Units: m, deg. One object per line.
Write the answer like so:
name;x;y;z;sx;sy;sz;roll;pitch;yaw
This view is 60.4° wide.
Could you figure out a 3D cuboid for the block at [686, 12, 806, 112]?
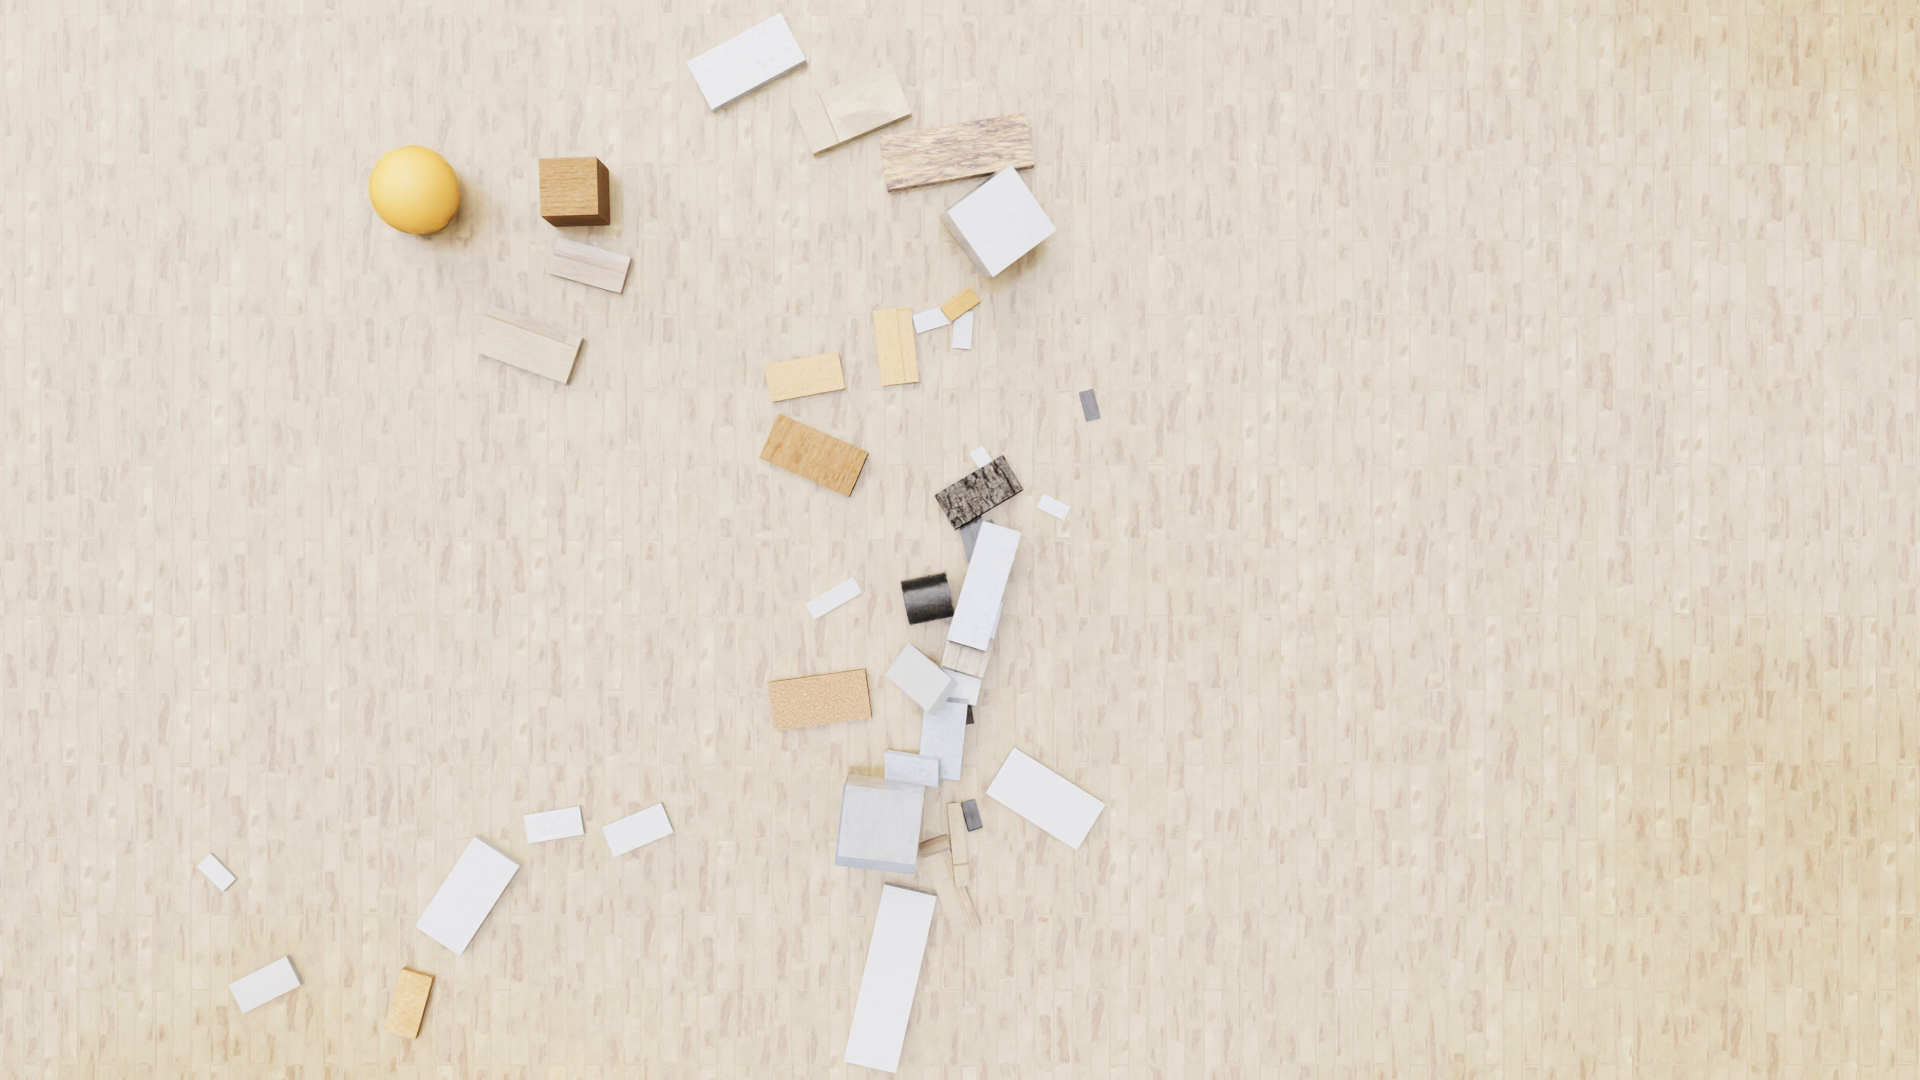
block;-0.707;-1.583;5.475;0.353;0.050;0.176;-28;90;0

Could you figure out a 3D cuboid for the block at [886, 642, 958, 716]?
block;-0.126;0.453;5.390;0.037;0.265;0.132;36;90;-42

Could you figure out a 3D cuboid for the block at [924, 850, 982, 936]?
block;-0.026;1.169;5.487;0.094;0.027;0.287;-22;90;0

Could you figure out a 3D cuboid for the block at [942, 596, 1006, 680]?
block;0.047;0.303;5.428;0.140;0.040;0.280;17;79;1

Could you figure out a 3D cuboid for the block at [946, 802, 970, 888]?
block;-0.007;1.010;5.475;0.050;0.014;0.275;-5;85;-15

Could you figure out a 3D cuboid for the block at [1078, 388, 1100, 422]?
block;0.432;-0.449;5.493;0.050;0.014;0.101;-14;90;0

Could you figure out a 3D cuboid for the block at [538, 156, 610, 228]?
block;-1.262;-1.140;5.407;0.186;0.186;0.186;-2;90;0

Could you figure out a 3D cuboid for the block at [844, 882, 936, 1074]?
block;-0.231;1.450;5.475;0.178;0.050;0.599;13;90;0

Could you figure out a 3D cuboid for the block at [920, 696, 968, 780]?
block;-0.056;0.650;5.429;0.140;0.040;0.280;7;110;3

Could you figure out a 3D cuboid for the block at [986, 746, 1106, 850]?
block;0.282;0.855;5.475;0.356;0.050;0.178;32;90;0

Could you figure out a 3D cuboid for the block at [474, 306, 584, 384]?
block;-1.430;-0.647;5.477;0.324;0.046;0.162;20;90;0

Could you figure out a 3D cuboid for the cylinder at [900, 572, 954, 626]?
cylinder;-0.106;0.192;5.424;0.150;0.150;0.150;-11;90;0

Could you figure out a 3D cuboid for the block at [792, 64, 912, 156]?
block;-0.357;-1.426;5.475;0.353;0.050;0.176;-22;90;0

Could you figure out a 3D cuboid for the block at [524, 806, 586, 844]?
block;-1.349;0.946;5.487;0.187;0.027;0.094;-9;90;0

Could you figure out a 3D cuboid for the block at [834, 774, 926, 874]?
block;-0.257;0.921;5.371;0.258;0.258;0.258;7;90;0

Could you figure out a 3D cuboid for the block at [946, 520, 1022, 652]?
block;0.079;0.151;5.395;0.132;0.037;0.406;17;82;2

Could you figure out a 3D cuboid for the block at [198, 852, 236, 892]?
block;-2.472;1.106;5.491;0.060;0.017;0.121;-45;90;0

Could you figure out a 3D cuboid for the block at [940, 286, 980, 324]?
block;0.001;-0.782;5.476;0.124;0.018;0.062;-36;83;-10

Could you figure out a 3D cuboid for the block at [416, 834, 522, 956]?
block;-1.629;1.177;5.475;0.178;0.050;0.355;33;90;0

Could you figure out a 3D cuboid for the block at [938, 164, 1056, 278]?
block;0.118;-1.032;5.351;0.252;0.252;0.252;-37;102;0

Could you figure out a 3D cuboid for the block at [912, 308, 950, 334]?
block;-0.092;-0.735;5.491;0.124;0.018;0.062;-17;90;0

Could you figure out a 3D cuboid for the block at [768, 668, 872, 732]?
block;-0.464;0.530;5.477;0.324;0.046;0.162;-8;90;0

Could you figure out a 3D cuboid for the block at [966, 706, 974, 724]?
block;-0.020;0.589;5.482;0.126;0.018;0.063;-10;108;0

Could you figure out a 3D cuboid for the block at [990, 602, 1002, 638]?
block;0.097;0.258;5.410;0.060;0.017;0.121;15;79;1

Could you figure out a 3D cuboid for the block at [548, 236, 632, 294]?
block;-1.229;-0.911;5.482;0.249;0.035;0.125;16;90;0

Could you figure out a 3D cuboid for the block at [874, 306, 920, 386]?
block;-0.212;-0.642;5.482;0.125;0.035;0.249;-6;90;0

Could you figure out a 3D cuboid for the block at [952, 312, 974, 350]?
block;0.009;-0.699;5.491;0.062;0.018;0.124;4;90;0

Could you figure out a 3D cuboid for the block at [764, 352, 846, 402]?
block;-0.515;-0.542;5.482;0.249;0.035;0.125;-10;90;0

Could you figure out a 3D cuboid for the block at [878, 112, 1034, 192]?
block;-0.012;-1.286;5.475;0.495;0.050;0.176;-10;90;0

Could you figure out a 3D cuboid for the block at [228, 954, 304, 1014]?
block;-2.307;1.476;5.485;0.213;0.030;0.107;-26;90;0

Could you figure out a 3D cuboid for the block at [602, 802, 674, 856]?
block;-1.070;0.962;5.485;0.213;0.030;0.107;-23;90;0

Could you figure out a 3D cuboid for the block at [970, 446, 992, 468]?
block;0.081;-0.259;5.493;0.050;0.014;0.101;-34;90;0

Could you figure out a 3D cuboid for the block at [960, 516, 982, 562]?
block;0.046;-0.010;5.476;0.078;0.022;0.156;-13;81;3

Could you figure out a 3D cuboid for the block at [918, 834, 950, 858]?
block;-0.084;1.017;5.478;0.099;0.014;0.050;-20;49;0

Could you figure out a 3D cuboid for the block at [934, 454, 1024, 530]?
block;0.063;-0.157;5.460;0.265;0.037;0.132;-31;84;0

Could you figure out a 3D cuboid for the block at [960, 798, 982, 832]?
block;0.039;0.915;5.485;0.050;0.014;0.099;-15;90;-19

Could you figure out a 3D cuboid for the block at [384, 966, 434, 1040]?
block;-1.830;1.541;5.485;0.107;0.030;0.213;16;90;0

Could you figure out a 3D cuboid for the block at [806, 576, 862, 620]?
block;-0.420;0.194;5.491;0.183;0.017;0.060;-30;90;0

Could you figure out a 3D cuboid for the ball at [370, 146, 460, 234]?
ball;-1.770;-1.135;5.359;0.282;0.282;0.282;0;90;0

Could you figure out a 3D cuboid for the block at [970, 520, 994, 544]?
block;0.093;0.016;5.446;0.078;0.022;0.156;-17;82;-3

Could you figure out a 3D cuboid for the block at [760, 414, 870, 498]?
block;-0.484;-0.281;5.477;0.324;0.046;0.162;24;90;0

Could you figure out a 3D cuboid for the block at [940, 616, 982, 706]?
block;0.014;0.397;5.449;0.140;0.040;0.280;13;79;0

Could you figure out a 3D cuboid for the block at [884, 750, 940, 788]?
block;-0.157;0.754;5.445;0.187;0.027;0.094;7;110;17

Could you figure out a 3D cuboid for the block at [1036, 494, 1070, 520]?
block;0.312;-0.110;5.493;0.101;0.014;0.050;26;90;0
